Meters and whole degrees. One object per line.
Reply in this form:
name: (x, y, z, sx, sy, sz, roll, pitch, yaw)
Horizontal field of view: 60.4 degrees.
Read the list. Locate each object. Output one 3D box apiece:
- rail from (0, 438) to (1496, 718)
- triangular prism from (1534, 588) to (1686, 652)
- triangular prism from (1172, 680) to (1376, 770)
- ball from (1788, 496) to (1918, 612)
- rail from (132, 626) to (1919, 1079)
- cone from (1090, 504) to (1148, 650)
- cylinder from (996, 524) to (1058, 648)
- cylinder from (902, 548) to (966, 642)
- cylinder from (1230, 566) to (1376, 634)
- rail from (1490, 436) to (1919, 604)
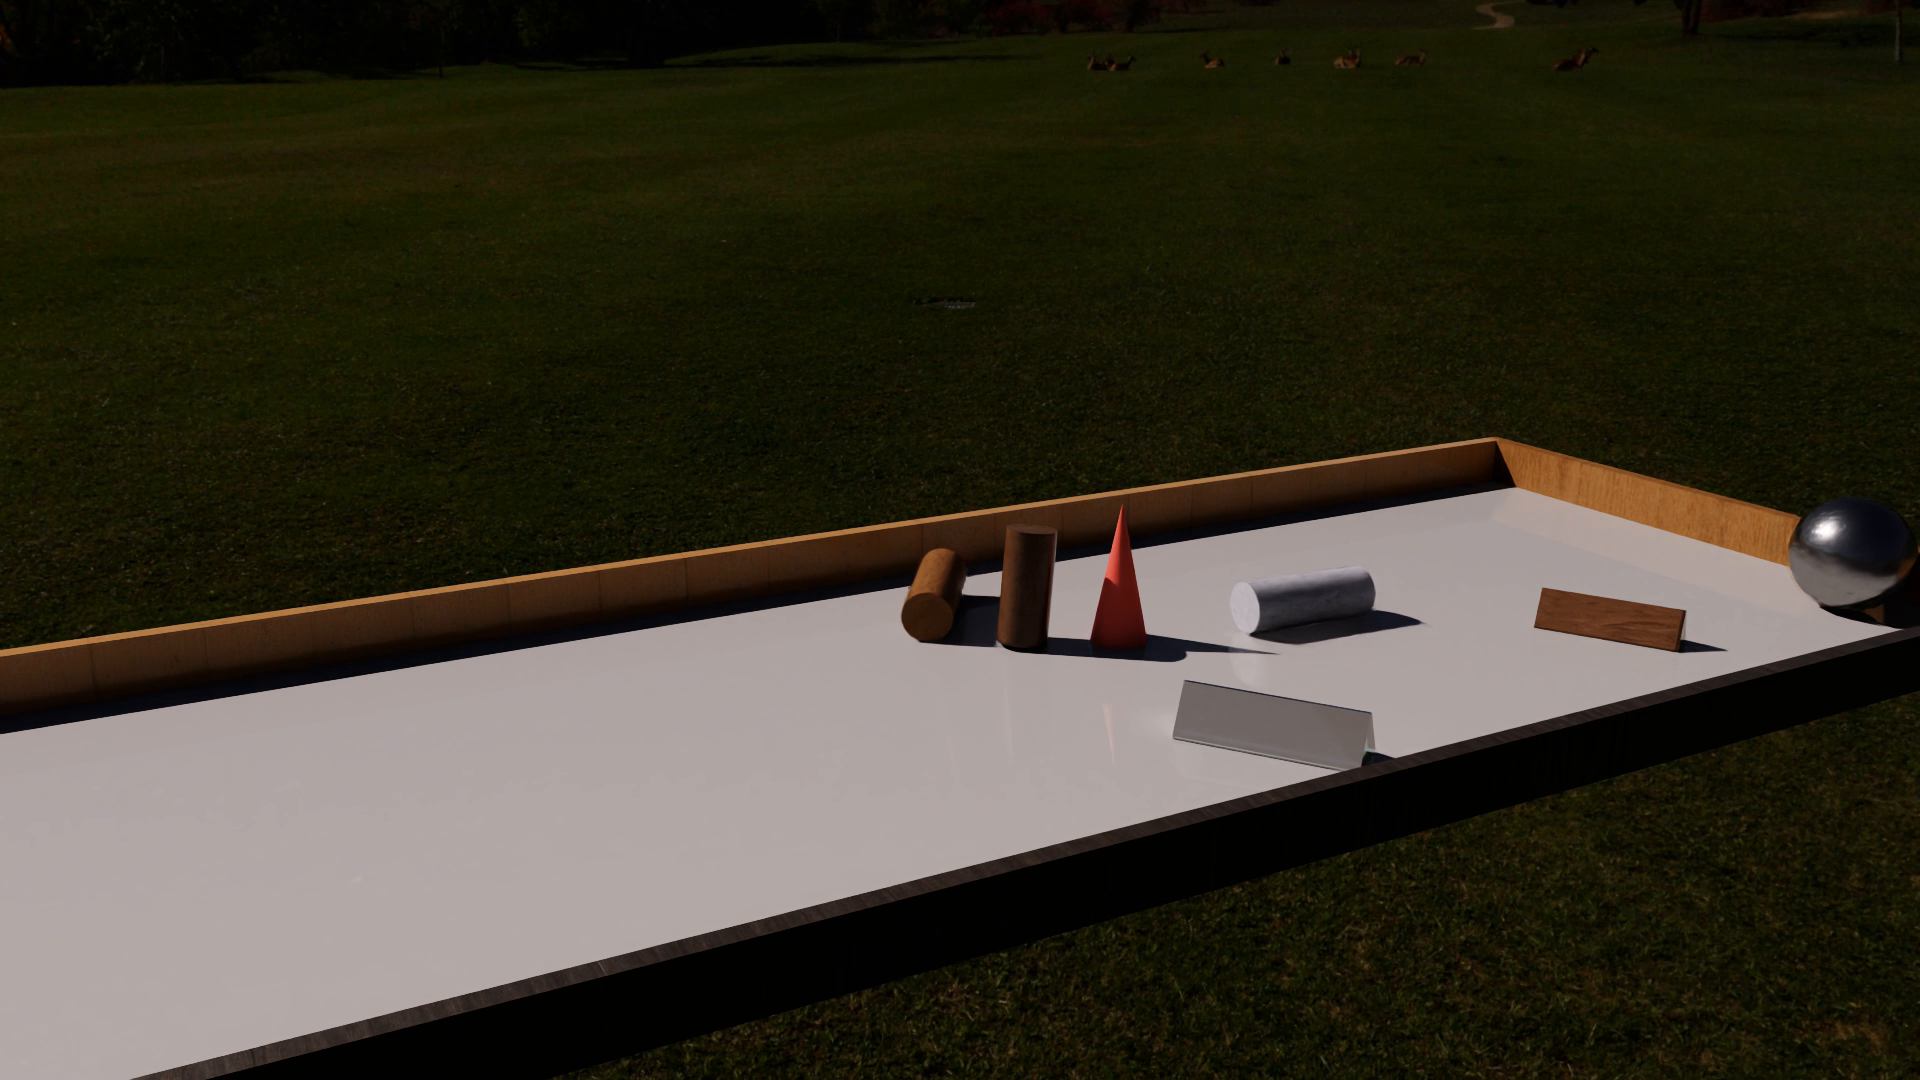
rail: (-3.305, 0.497, 3.399, 12.000, 0.150, 0.050, -9, 18, -27)
triangular prism: (1.764, 0.206, 4.469, 0.370, 0.098, 0.114, 10, 19, 31)
triangular prism: (0.713, 0.409, 3.742, 0.434, 0.118, 0.137, 8, 18, 26)
ball: (2.514, 0.039, 4.649, 0.323, 0.323, 0.323, 0, 16, 0)
rail: (-2.336, 1.006, 1.665, 12.000, 0.150, 0.050, -9, 18, -27)
cone: (0.427, 0.085, 4.387, 0.154, 0.383, 0.154, 0, 16, 0)
cylinder: (0.178, 0.120, 4.376, 0.137, 0.307, 0.137, 4, 12, -1)
cylinder: (-0.068, 0.149, 4.603, 0.139, 0.139, 0.414, 2, 16, 5)
cylinder: (0.946, 0.163, 4.548, 0.379, 0.141, 0.141, -7, 18, -23)
rail: (2.466, -0.048, 5.253, 0.050, 0.150, 2.100, -9, 18, -27)
